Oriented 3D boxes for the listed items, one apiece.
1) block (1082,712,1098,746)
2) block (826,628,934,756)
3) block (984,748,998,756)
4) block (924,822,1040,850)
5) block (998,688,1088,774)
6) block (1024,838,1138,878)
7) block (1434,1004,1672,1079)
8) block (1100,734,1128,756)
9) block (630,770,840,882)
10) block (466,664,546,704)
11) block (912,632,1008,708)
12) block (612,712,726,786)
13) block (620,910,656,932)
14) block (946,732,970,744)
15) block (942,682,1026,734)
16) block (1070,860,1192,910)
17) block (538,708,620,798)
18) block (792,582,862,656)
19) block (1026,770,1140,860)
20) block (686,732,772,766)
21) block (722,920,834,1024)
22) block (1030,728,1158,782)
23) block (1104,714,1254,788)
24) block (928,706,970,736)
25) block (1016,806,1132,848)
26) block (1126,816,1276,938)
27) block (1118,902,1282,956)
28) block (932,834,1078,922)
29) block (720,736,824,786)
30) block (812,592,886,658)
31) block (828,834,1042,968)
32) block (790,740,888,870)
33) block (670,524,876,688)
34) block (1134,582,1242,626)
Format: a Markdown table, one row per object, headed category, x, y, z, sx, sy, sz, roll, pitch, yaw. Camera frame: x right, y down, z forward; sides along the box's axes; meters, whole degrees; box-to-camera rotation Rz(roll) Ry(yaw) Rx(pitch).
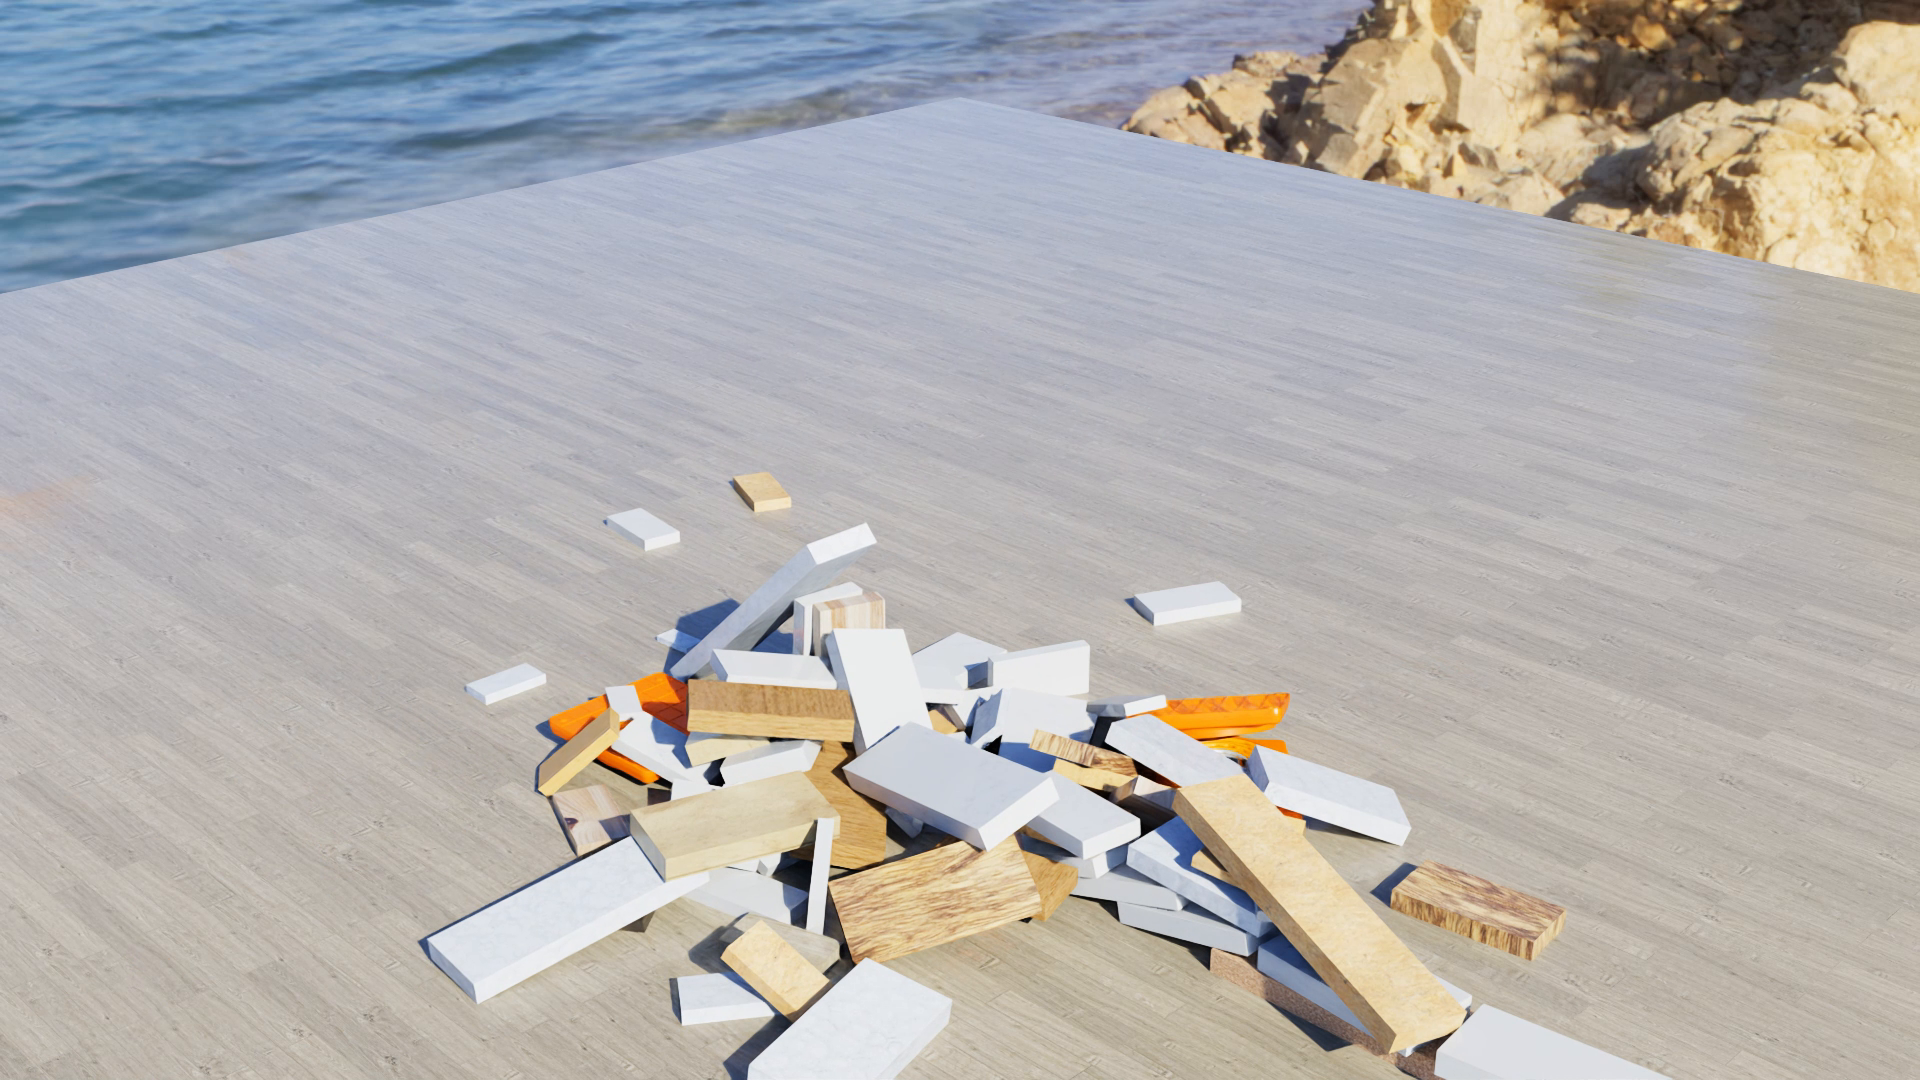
| category | x | y | z | sx | sy | sz | roll | pitch | yaw |
| --- | --- | --- | --- | --- | --- | --- | --- | --- | --- |
| block | 0.203 | 0.400 | 4.730 | 0.174 | 0.025 | 0.087 | 10 | 50 | 15 |
| block | -0.159 | 0.335 | 4.576 | 0.165 | 0.047 | 0.329 | 2 | 54 | -29 |
| block | -0.018 | 0.479 | 4.596 | 0.100 | 0.028 | 0.200 | 17 | 28 | 35 |
| block | 0.069 | 0.550 | 4.337 | 0.268 | 0.038 | 0.134 | 4 | 20 | 44 |
| block | 0.167 | 0.429 | 4.573 | 0.163 | 0.046 | 0.327 | 10 | 30 | 3 |
| block | 0.200 | 0.593 | 4.216 | 0.268 | 0.038 | 0.134 | -1 | 16 | 45 |
| block | 0.956 | 0.865 | 3.541 | 0.333 | 0.047 | 0.166 | 17 | 29 | 35 |
| block | 0.330 | 0.448 | 4.681 | 0.063 | 0.018 | 0.126 | 8 | 24 | 17 |
| block | -0.426 | 0.539 | 4.172 | 0.355 | 0.050 | 0.177 | -11 | 30 | -27 |
| block | -1.025 | 0.324 | 4.968 | 0.158 | 0.022 | 0.079 | -21 | 31 | -40 |
| block | -0.045 | 0.298 | 5.005 | 0.149 | 0.042 | 0.298 | 18 | 29 | 36 |
| block | -0.594 | 0.442 | 4.534 | 0.221 | 0.031 | 0.110 | 27 | 35 | 14 |
| block | -0.612 | 0.653 | 4.142 | 0.106 | 0.030 | 0.211 | 4 | 32 | 11 |
| block | -0.004 | 0.458 | 4.575 | 0.092 | 0.026 | 0.184 | -8 | 24 | -19 |
| block | 0.071 | 0.367 | 4.790 | 0.200 | 0.028 | 0.100 | -7 | 44 | -31 |
| block | 0.331 | 0.627 | 4.130 | 0.300 | 0.042 | 0.150 | 1 | 18 | 43 |
| block | -0.786 | 0.437 | 4.539 | 0.200 | 0.028 | 0.100 | -40 | 23 | 8 |
| block | -0.291 | 0.249 | 4.790 | 0.149 | 0.298 | 0.042 | -17 | 34 | -34 |
| block | 0.202 | 0.514 | 4.132 | 0.133 | 0.038 | 0.266 | -17 | 24 | -31 |
| block | -0.464 | 0.366 | 4.582 | 0.165 | 0.047 | 0.329 | -17 | 15 | 7 |
| block | -0.304 | 0.759 | 3.812 | 0.206 | 0.029 | 0.103 | 39 | 35 | 13 |
| block | 0.272 | 0.435 | 4.410 | 0.142 | 0.040 | 0.283 | 14 | -5 | 33 |
| block | 0.458 | 0.446 | 4.399 | 0.309 | 0.044 | 0.154 | 29 | 18 | 29 |
| block | -0.050 | 0.409 | 4.760 | 0.200 | 0.028 | 0.100 | -21 | 31 | -41 |
| block | 0.181 | 0.527 | 4.210 | 0.268 | 0.038 | 0.134 | 14 | 27 | 38 |
| block | 0.467 | 0.606 | 3.983 | 0.300 | 0.042 | 0.150 | 25 | 33 | 36 |
| block | 0.451 | 0.681 | 4.021 | 0.150 | 0.042 | 0.300 | -22 | 19 | -41 |
| block | 0.071 | 0.625 | 4.118 | 0.266 | 0.038 | 0.133 | 14 | 30 | 26 |
| block | -0.363 | 0.400 | 4.529 | 0.177 | 0.050 | 0.354 | -15 | 15 | 13 |
| block | -0.238 | 0.267 | 4.748 | 0.149 | 0.298 | 0.042 | -10 | 27 | -23 |
| block | -0.047 | 0.652 | 4.014 | 0.354 | 0.050 | 0.177 | -16 | 41 | -8 |
| block | -0.238 | 0.514 | 4.430 | 0.177 | 0.050 | 0.466 | 12 | 22 | -5 |
| block | -0.415 | 0.149 | 4.782 | 0.165 | 0.047 | 0.670 | -21 | -12 | -40 |
| block | 0.553 | 0.154 | 5.356 | 0.232 | 0.033 | 0.116 | -8 | 24 | -19 |
